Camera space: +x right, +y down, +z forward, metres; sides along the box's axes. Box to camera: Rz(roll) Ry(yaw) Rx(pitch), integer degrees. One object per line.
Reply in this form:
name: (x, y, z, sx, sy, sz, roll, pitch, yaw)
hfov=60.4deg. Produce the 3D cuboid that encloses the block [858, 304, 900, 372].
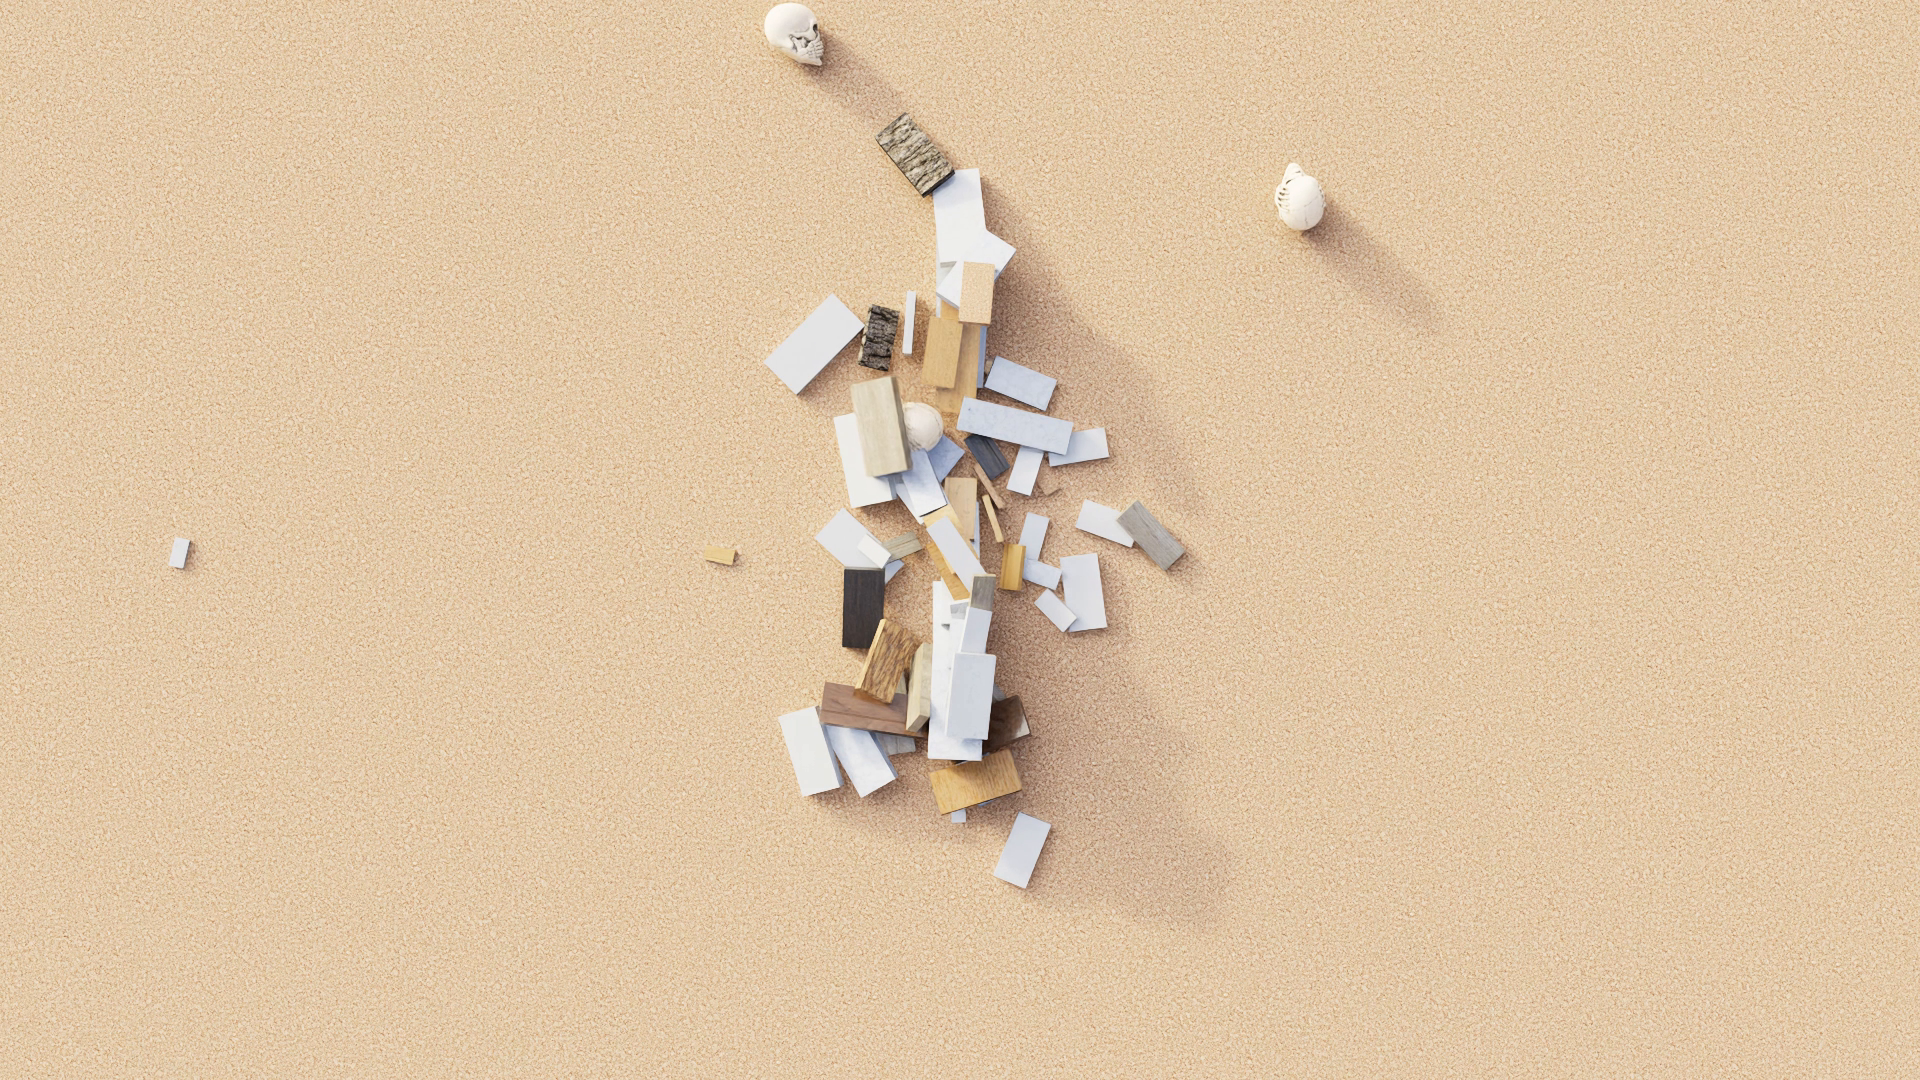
block: (-0.270, -0.669, 5.465, 0.102, 0.029, 0.203, 12, 90, -25)

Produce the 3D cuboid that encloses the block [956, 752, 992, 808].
block: (0.060, 0.756, 5.450, 0.114, 0.032, 0.228, -28, 76, -6)

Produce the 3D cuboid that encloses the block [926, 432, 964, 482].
block: (-0.089, -0.243, 5.485, 0.105, 0.030, 0.211, 39, 90, 0)

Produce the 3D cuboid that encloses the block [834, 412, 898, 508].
block: (-0.312, -0.270, 5.449, 0.153, 0.043, 0.306, -11, 90, 24)

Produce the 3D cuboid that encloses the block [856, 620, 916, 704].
block: (-0.243, 0.398, 5.406, 0.124, 0.035, 0.248, 30, 67, -25)

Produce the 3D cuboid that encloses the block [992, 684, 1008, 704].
block: (0.105, 0.551, 5.484, 0.114, 0.032, 0.228, -41, 90, 0)

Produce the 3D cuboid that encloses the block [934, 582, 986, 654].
block: (-0.002, 0.307, 5.425, 0.171, 0.049, 0.343, 0, 73, 0)

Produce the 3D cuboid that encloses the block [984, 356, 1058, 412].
block: (0.200, -0.519, 5.470, 0.219, 0.031, 0.109, 21, 90, -8)

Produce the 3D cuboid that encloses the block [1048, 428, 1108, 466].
block: (0.389, -0.309, 5.486, 0.197, 0.028, 0.099, -9, 90, 0)

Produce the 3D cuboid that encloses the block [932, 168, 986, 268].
block: (-0.001, -1.062, 5.437, 0.160, 0.045, 0.320, -6, 76, -1)

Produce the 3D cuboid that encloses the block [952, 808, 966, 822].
block: (-0.006, 0.892, 5.493, 0.048, 0.014, 0.095, -3, 90, 0)

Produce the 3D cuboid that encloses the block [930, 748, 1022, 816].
block: (0.051, 0.793, 5.402, 0.277, 0.039, 0.139, -17, 75, -3)

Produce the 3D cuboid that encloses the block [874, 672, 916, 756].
block: (-0.236, 0.572, 5.480, 0.138, 0.039, 0.276, -9, 90, 0)

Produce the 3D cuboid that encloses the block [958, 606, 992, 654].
block: (0.048, 0.299, 5.283, 0.079, 0.022, 0.158, 13, 84, -17)

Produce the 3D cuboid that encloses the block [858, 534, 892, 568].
block: (-0.280, 0.036, 5.429, 0.113, 0.016, 0.057, 39, 107, 18)

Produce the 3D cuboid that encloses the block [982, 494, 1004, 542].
block: (0.108, -0.071, 5.460, 0.023, 0.080, 0.159, -19, 90, 0)

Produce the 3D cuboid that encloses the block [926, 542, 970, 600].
block: (0.001, 0.100, 5.370, 0.126, 0.036, 0.251, -27, 88, -1)

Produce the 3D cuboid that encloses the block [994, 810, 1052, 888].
block: (0.207, 1.029, 5.484, 0.114, 0.032, 0.228, 22, 90, 0)

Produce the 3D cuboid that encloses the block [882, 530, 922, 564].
block: (-0.202, 0.026, 5.462, 0.138, 0.020, 0.069, -23, 81, -21)

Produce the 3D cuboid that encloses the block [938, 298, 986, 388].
block: (0.006, -0.669, 5.442, 0.160, 0.045, 0.320, 4, 103, -1)

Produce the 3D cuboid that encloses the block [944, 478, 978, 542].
block: (-0.001, -0.102, 5.442, 0.105, 0.030, 0.211, 3, 72, 1)

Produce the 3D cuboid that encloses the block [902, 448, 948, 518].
block: (-0.123, -0.187, 5.378, 0.102, 0.029, 0.203, -23, 79, 9)

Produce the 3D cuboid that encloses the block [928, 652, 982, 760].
block: (-0.009, 0.535, 5.318, 0.171, 0.049, 0.343, 3, 84, 0)

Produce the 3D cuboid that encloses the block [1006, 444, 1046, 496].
block: (0.219, -0.233, 5.471, 0.081, 0.023, 0.163, 17, 82, 9)

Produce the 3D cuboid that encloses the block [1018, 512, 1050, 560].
block: (0.241, -0.010, 5.489, 0.075, 0.021, 0.150, 16, 90, 0)

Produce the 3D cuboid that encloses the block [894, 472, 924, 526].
block: (-0.147, -0.164, 5.440, 0.105, 0.030, 0.211, -38, 77, 6)

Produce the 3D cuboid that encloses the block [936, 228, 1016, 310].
block: (0.052, -0.867, 5.346, 0.134, 0.038, 0.267, 34, 79, 6)

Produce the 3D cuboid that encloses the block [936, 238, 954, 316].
block: (0.002, -0.877, 5.477, 0.160, 0.045, 0.320, 0, 90, 0)

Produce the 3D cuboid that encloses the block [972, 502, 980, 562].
block: (0.001, -0.002, 5.443, 0.126, 0.036, 0.251, -1, 72, 0)

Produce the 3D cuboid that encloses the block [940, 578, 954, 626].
block: (0.001, 0.158, 5.428, 0.126, 0.036, 0.251, 0, 72, 0)

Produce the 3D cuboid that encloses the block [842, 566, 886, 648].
block: (-0.319, 0.224, 5.452, 0.134, 0.038, 0.267, 3, 103, 0)

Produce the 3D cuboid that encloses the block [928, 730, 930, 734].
block: (-0.009, 0.528, 5.406, 0.171, 0.049, 0.343, 3, 71, 1)

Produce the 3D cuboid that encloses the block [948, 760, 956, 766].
block: (-0.008, 0.749, 5.477, 0.048, 0.014, 0.095, -26, 75, -5)
